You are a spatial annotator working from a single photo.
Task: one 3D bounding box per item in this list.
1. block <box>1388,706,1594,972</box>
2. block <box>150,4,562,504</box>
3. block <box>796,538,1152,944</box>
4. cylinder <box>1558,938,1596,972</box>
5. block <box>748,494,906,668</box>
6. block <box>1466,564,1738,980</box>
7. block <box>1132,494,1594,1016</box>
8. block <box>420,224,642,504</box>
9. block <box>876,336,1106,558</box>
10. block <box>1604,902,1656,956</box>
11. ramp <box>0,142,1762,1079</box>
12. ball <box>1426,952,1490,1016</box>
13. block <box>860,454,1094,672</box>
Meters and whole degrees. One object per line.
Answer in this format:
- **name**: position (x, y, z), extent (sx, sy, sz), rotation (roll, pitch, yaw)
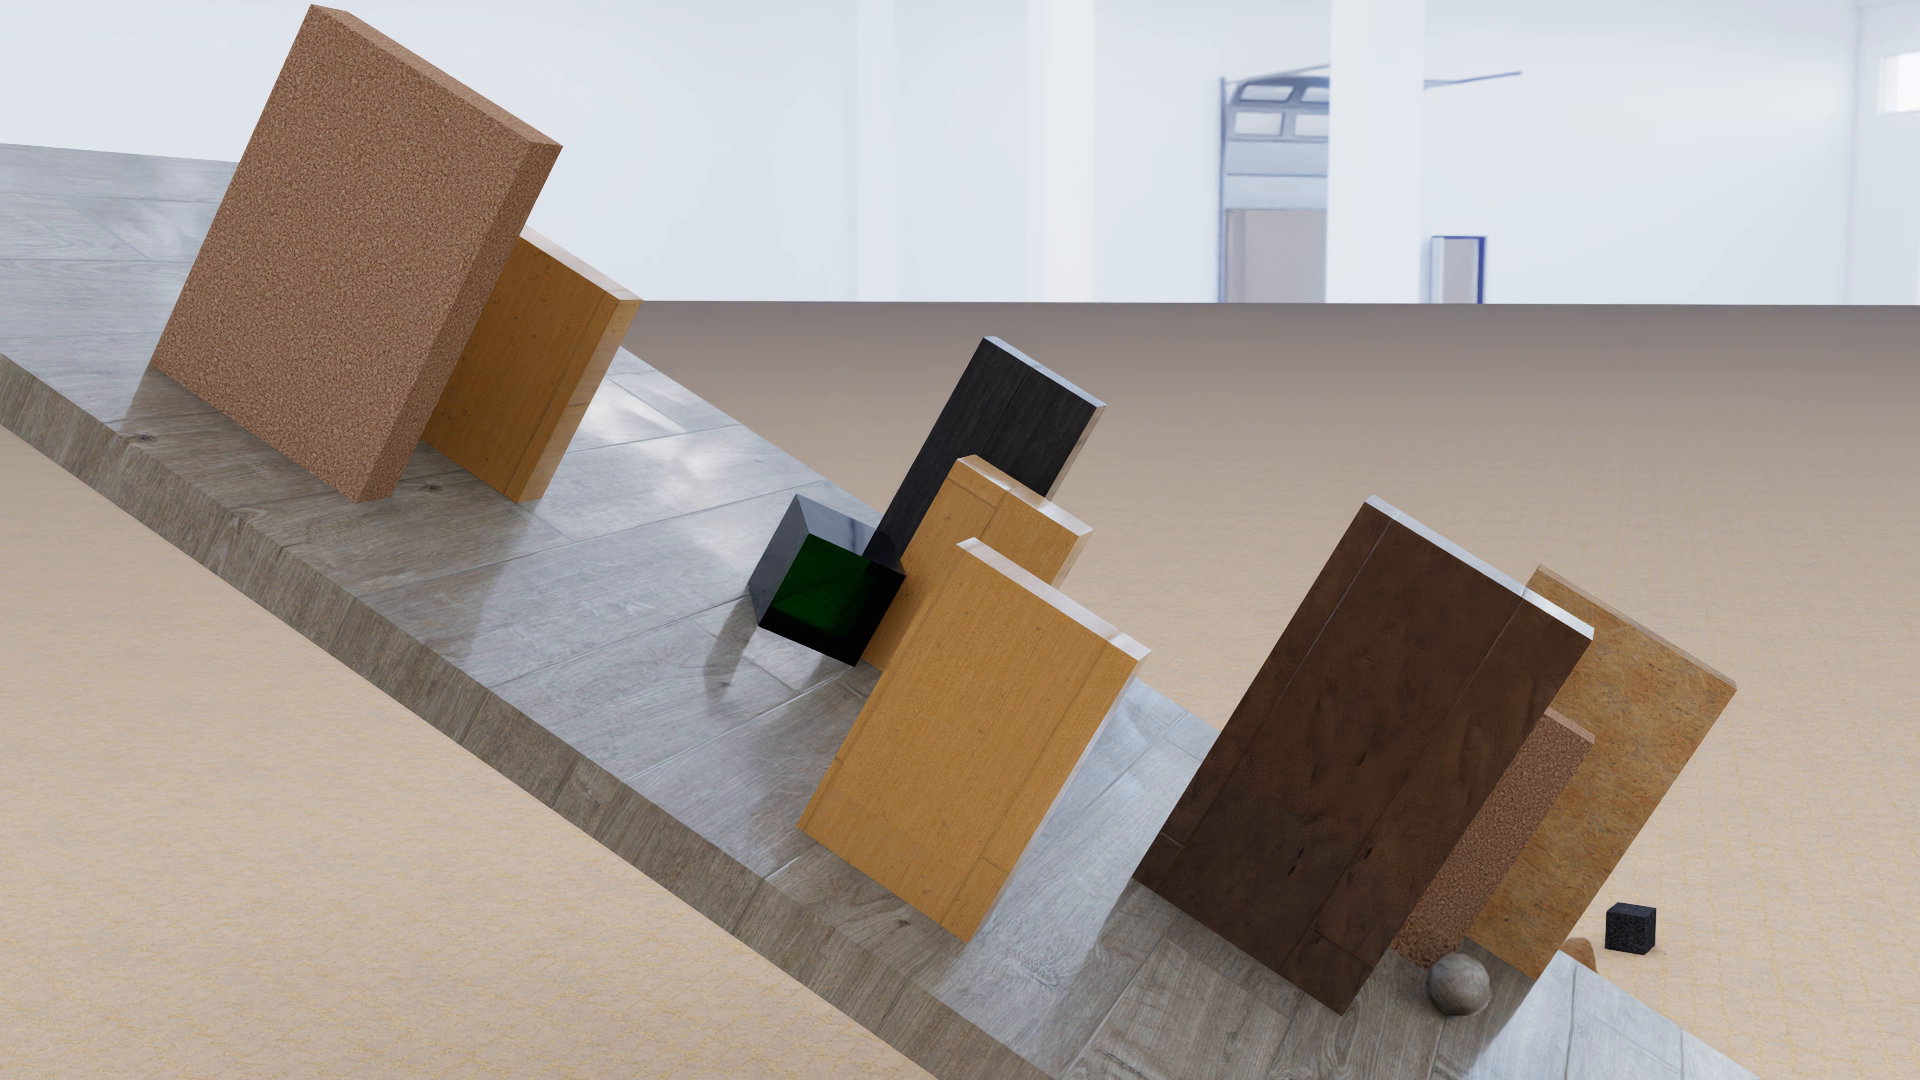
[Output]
- **block**: position (0.897, 0.502, 4.222), extent (0.386, 0.547, 0.087), rotation (33, 15, 11)
- **block**: position (-0.996, -0.464, 3.601), extent (0.447, 0.665, 0.106), rotation (33, 15, 11)
- **block**: position (0.016, 0.299, 3.288), extent (0.316, 0.510, 0.090), rotation (33, 15, 11)
- **cylinder**: position (1.515, 1.097, 5.596), extent (0.162, 0.162, 0.162), rotation (0, 7, -1)
- **block**: position (-0.253, 0.074, 4.139), extent (0.204, 0.204, 0.204), rotation (24, 15, -19)
- **block**: position (1.185, 0.476, 4.505), extent (0.447, 0.725, 0.097), rotation (33, 15, 11)
- **block**: position (0.685, 0.371, 3.789), extent (0.431, 0.781, 0.126), rotation (33, 15, 11)
- **block**: position (-0.867, -0.366, 4.005), extent (0.441, 0.423, 0.095), rotation (33, 15, 11)
- **block**: position (0.047, -0.123, 4.684), extent (0.283, 0.551, 0.089), rotation (33, 15, 11)
- **block**: position (1.847, 1.069, 6.055), extent (0.107, 0.107, 0.107), rotation (4, 8, 33)
- **ramp**: position (-0.182, 0.299, 4.127), extent (4.000, 0.100, 2.000), rotation (33, 15, 11)
- **ball**: position (0.920, 0.820, 4.059), extent (0.115, 0.115, 0.115), rotation (0, 7, 0)
- **block**: position (0.021, 0.094, 4.153), extent (0.271, 0.426, 0.117), rotation (33, 15, 11)
